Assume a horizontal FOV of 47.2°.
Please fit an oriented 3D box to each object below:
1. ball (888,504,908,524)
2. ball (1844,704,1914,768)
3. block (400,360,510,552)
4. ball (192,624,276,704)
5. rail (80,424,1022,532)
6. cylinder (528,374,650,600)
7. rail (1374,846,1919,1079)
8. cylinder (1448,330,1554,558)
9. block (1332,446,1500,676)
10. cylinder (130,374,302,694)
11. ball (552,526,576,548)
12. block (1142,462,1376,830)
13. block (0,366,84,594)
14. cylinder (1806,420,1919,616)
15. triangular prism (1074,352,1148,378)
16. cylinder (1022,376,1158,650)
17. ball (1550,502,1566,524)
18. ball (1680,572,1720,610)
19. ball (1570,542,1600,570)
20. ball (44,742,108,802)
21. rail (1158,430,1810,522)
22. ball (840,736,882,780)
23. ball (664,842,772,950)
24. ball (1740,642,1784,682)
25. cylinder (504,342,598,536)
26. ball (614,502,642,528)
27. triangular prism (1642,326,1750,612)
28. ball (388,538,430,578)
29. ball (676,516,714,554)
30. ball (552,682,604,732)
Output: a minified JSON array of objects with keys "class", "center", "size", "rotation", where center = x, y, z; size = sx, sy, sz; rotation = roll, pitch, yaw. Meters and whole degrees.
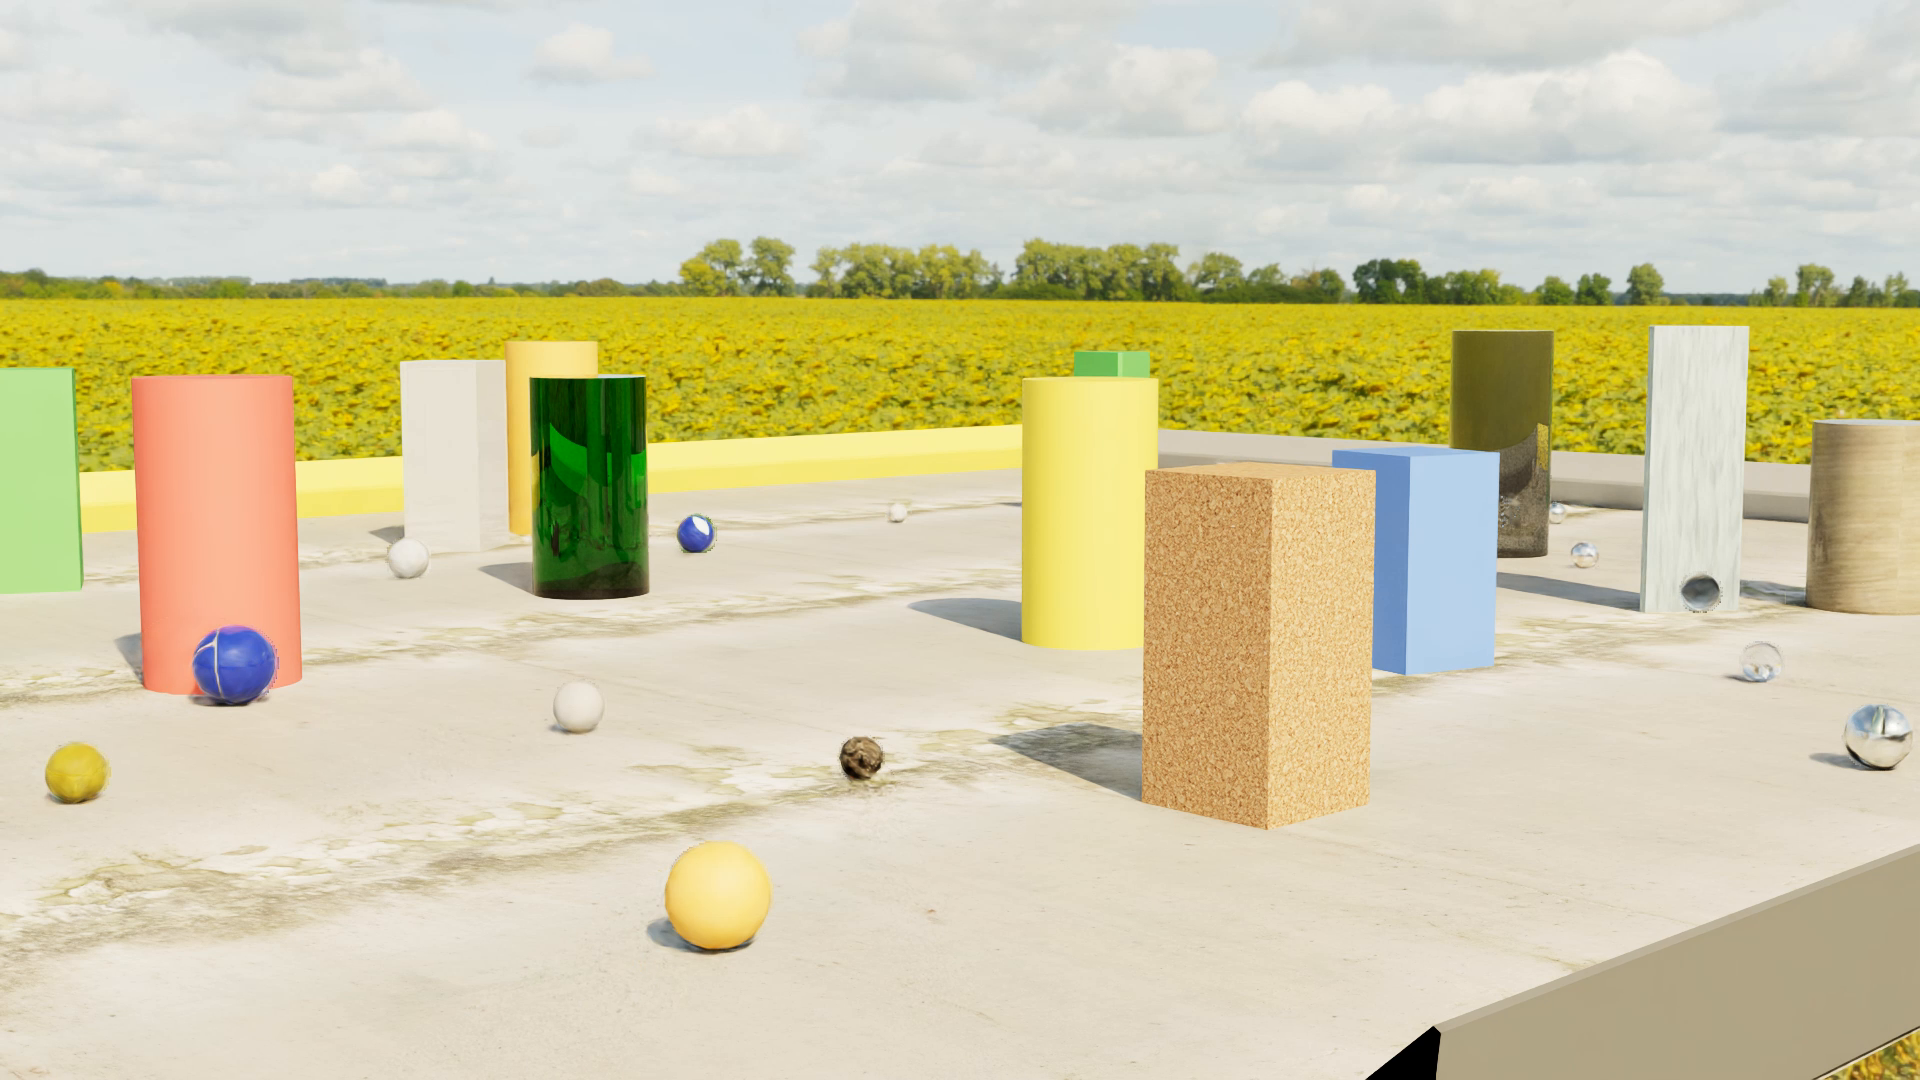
[{"class":"ball","center":[-0.127,-0.054,4.480],"size":[0.041,0.041,0.041],"rotation":[0,6,0]},{"class":"ball","center":[0.883,0.189,2.115],"size":[0.062,0.062,0.062],"rotation":[0,6,0]},{"class":"block","center":[-0.924,-0.157,4.032],"size":[0.143,0.342,0.143],"rotation":[1,6,10]},{"class":"ball","center":[-0.810,0.139,2.455],"size":[0.090,0.090,0.090],"rotation":[0,6,0]},{"class":"rail","center":[-1.251,-0.114,4.680],"size":[4.145,0.116,0.045],"rotation":[-6,8,-42]},{"class":"cylinder","center":[-0.571,-0.085,3.393],"size":[0.179,0.335,0.179],"rotation":[0,6,0]},{"class":"rail","center":[1.251,0.175,1.985],"size":[4.145,0.116,0.045],"rotation":[-6,8,-42]},{"class":"cylinder","center":[0.966,-0.175,3.935],"size":[0.179,0.398,0.179],"rotation":[0,6,0]},{"class":"block","center":[0.562,0.021,2.732],"size":[0.143,0.264,0.143],"rotation":[-4,7,-30]},{"class":"cylinder","center":[-0.873,-0.011,2.586],"size":[0.179,0.360,0.179],"rotation":[0,6,0]},{"class":"ball","center":[-0.725,-0.005,4.022],"size":[0.042,0.042,0.042],"rotation":[0,6,0]},{"class":"block","center":[0.265,0.087,1.953],"size":[0.143,0.299,0.143],"rotation":[-6,8,-43]},{"class":"block","center":[-1.462,-0.096,3.453],"size":[0.143,0.344,0.143],"rotation":[-2,6,-20]},{"class":"cylinder","center":[1.342,-0.036,3.230],"size":[0.179,0.273,0.179],"rotation":[0,6,0]},{"class":"triangular prism","center":[0.338,-0.218,4.580],"size":[0.134,0.347,0.155],"rotation":[-4,7,-33]},{"class":"cylinder","center":[0.171,-0.039,2.910],"size":[0.179,0.347,0.179],"rotation":[0,6,0]},{"class":"ball","center":[1.210,-0.054,4.472],"size":[0.044,0.044,0.044],"rotation":[0,6,0]},{"class":"ball","center":[1.067,0.074,3.169],"size":[0.054,0.054,0.054],"rotation":[0,6,0]},{"class":"ball","center":[1.054,0.026,3.710],"size":[0.047,0.047,0.047],"rotation":[0,6,0]},{"class":"ball","center":[-0.793,0.209,1.973],"size":[0.053,0.053,0.053],"rotation":[0,6,0]},{"class":"rail","center":[1.506,-0.118,4.714],"size":[0.045,0.116,3.736],"rotation":[-6,8,-42]},{"class":"ball","center":[-0.093,0.205,2.068],"size":[0.040,0.040,0.040],"rotation":[0,6,0]},{"class":"ball","center":[-0.168,0.246,1.524],"size":[0.074,0.074,0.074],"rotation":[0,6,0]},{"class":"ball","center":[0.948,0.145,2.599],"size":[0.047,0.047,0.047],"rotation":[0,6,0]},{"class":"cylinder","center":[-0.800,-0.203,4.321],"size":[0.179,0.372,0.179],"rotation":[0,6,0]},{"class":"ball","center":[-0.665,-0.051,4.400],"size":[0.053,0.053,0.053],"rotation":[0,6,0]},{"class":"triangular prism","center":[1.051,-0.109,3.246],"size":[0.155,0.413,0.134],"rotation":[-1,6,-12]},{"class":"ball","center":[-0.897,0.030,3.577],"size":[0.066,0.066,0.066],"rotation":[0,6,0]},{"class":"ball","center":[-0.475,-0.010,3.949],"size":[0.068,0.068,0.068],"rotation":[0,6,0]},{"class":"ball","center":[-0.398,0.174,2.294],"size":[0.053,0.053,0.053],"rotation":[0,6,0]}]
